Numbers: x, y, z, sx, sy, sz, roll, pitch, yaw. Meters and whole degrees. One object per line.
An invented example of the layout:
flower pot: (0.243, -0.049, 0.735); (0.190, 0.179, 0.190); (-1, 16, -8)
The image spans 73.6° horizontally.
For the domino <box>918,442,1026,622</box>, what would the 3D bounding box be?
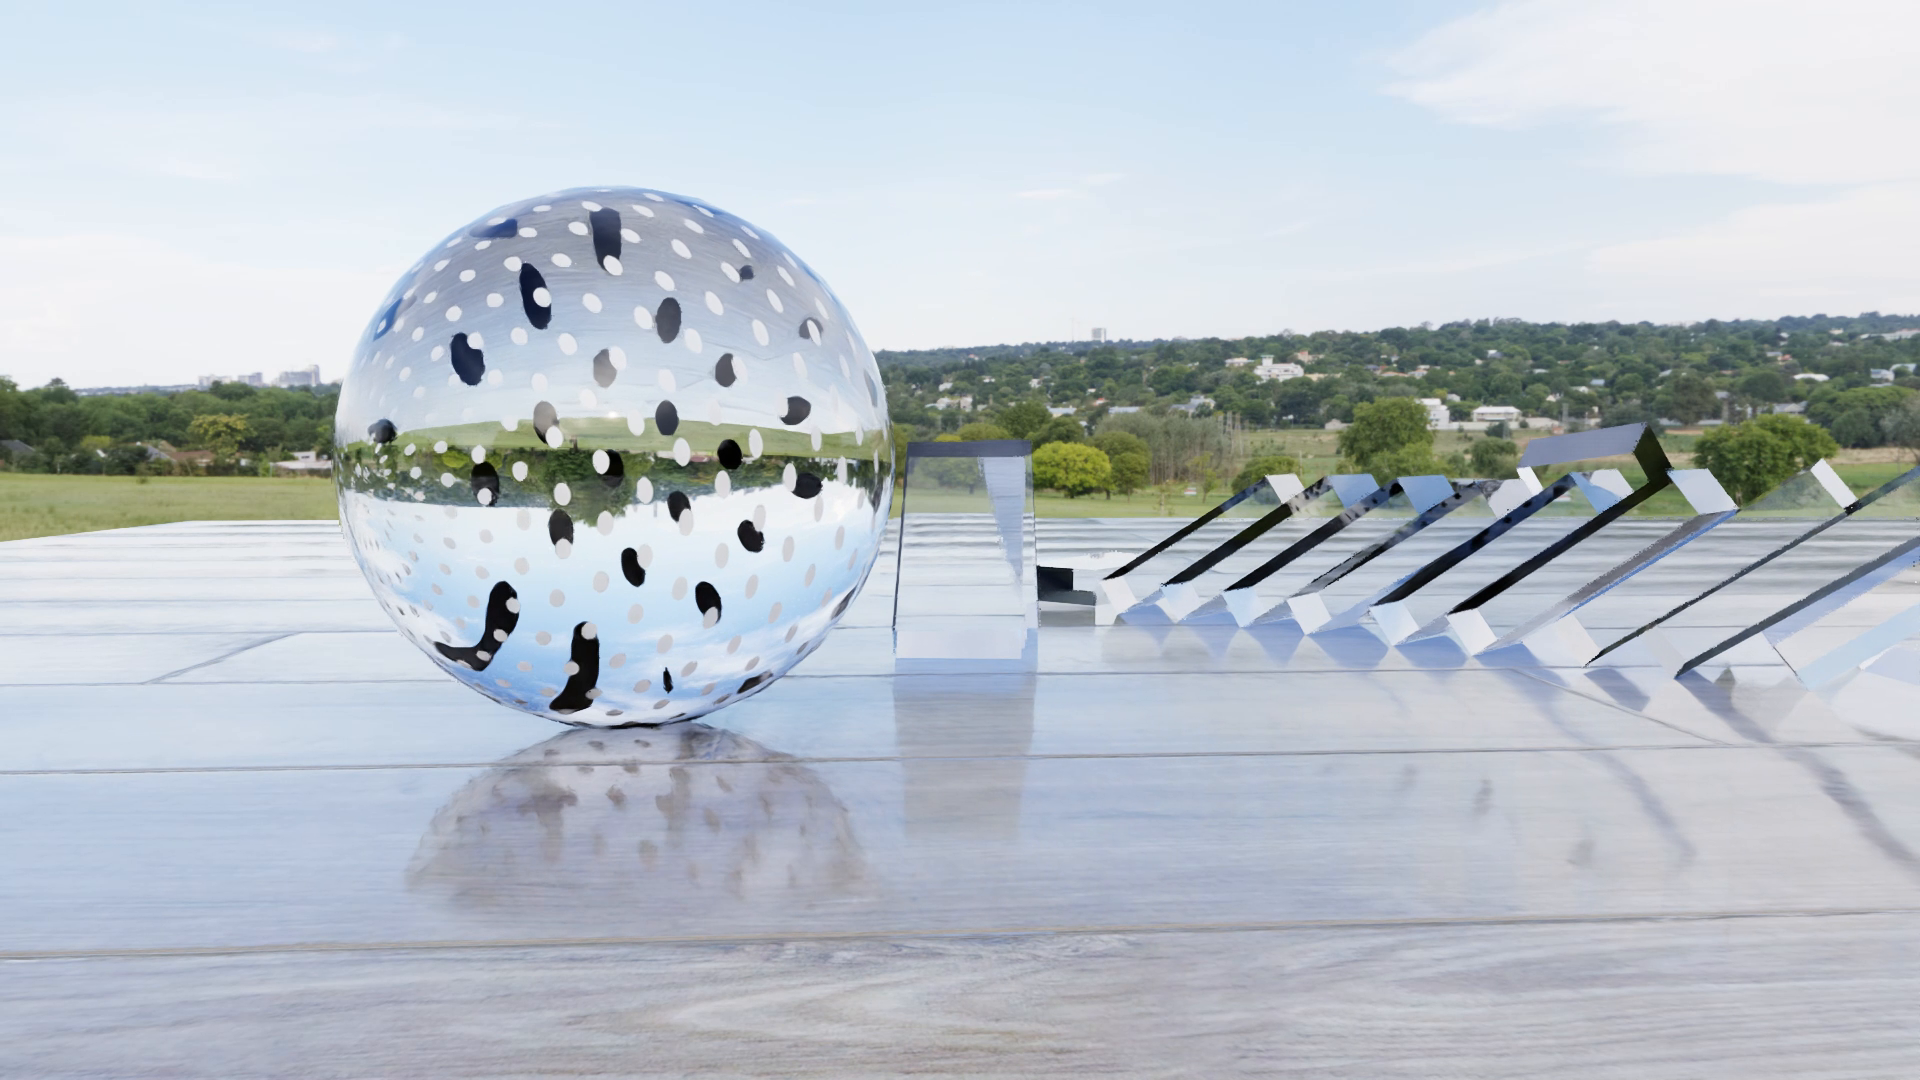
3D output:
domino: (0.004, -0.003, 0.319); (0.025, 0.050, 0.009); (0, -39, 3)

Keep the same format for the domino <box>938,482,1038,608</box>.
domino: (0.007, 0.000, 0.352); (0.025, 0.009, 0.050); (-3, 30, 0)

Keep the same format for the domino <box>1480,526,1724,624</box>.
domino: (0.151, 0.008, 0.305); (0.050, 0.009, 0.025); (2, -32, 25)

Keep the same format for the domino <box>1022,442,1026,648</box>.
domino: (0.002, 0.000, 0.280); (0.025, 0.050, 0.009); (0, -39, 3)

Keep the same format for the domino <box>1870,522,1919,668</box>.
domino: (0.199, 0.004, 0.248); (0.050, 0.009, 0.025); (-48, 29, -24)

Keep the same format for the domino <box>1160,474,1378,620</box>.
domino: (0.075, 0.002, 0.305); (0.025, 0.009, 0.050); (-5, -27, -50)

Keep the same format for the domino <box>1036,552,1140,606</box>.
domino: (0.041, 0.011, 0.364); (0.025, 0.009, 0.050); (3, 5, 38)

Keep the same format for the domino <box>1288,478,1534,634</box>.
domino: (0.099, 0.004, 0.281); (0.025, 0.009, 0.050); (-4, -27, -46)

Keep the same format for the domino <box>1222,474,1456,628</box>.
domino: (0.087, 0.003, 0.292); (0.025, 0.010, 0.050); (-5, -27, -47)

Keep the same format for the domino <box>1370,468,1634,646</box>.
domino: (0.112, 0.004, 0.265); (0.025, 0.009, 0.050); (-5, -29, -44)

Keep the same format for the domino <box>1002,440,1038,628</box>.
domino: (0.005, -0.002, 0.306); (0.025, 0.050, 0.009); (-1, -39, 2)

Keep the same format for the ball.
ball: (-0.050, -0.012, 0.193); (0.080, 0.080, 0.080); (0, 4, 0)

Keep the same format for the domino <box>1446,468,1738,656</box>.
domino: (0.124, 0.005, 0.253); (0.025, 0.009, 0.050); (-5, -30, -45)

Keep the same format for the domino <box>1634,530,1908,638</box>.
domino: (0.190, 0.009, 0.303); (0.025, 0.009, 0.050); (30, -5, -17)

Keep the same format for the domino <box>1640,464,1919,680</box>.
domino: (0.150, 0.006, 0.230); (0.050, 0.009, 0.025); (-42, -18, 33)

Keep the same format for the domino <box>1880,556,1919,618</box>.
domino: (0.217, 0.013, 0.274); (0.050, 0.009, 0.025); (-4, 29, -46)

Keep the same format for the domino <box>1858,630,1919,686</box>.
domino: (0.185, 0.006, 0.226); (0.050, 0.009, 0.025); (-41, 2, 4)

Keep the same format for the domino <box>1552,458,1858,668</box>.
domino: (0.137, 0.004, 0.238); (0.050, 0.009, 0.025); (-42, -18, 34)

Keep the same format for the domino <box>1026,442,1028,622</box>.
domino: (0.003, -0.001, 0.293); (0.025, 0.050, 0.009); (0, -39, 3)

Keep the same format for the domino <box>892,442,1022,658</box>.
domino: (0.000, 0.001, 0.267); (0.025, 0.050, 0.009); (0, -39, 3)

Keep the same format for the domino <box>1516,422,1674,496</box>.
domino: (0.144, -0.002, 0.276); (0.025, 0.050, 0.009); (-8, 37, 54)

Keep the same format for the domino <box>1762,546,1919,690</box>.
domino: (0.166, 0.006, 0.222); (0.050, 0.009, 0.025); (-40, -10, 24)

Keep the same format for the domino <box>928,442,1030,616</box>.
domino: (0.005, -0.004, 0.332); (0.025, 0.050, 0.010); (0, -39, 3)

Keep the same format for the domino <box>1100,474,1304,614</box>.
domino: (0.062, 0.001, 0.321); (0.050, 0.009, 0.025); (-35, -13, 27)
